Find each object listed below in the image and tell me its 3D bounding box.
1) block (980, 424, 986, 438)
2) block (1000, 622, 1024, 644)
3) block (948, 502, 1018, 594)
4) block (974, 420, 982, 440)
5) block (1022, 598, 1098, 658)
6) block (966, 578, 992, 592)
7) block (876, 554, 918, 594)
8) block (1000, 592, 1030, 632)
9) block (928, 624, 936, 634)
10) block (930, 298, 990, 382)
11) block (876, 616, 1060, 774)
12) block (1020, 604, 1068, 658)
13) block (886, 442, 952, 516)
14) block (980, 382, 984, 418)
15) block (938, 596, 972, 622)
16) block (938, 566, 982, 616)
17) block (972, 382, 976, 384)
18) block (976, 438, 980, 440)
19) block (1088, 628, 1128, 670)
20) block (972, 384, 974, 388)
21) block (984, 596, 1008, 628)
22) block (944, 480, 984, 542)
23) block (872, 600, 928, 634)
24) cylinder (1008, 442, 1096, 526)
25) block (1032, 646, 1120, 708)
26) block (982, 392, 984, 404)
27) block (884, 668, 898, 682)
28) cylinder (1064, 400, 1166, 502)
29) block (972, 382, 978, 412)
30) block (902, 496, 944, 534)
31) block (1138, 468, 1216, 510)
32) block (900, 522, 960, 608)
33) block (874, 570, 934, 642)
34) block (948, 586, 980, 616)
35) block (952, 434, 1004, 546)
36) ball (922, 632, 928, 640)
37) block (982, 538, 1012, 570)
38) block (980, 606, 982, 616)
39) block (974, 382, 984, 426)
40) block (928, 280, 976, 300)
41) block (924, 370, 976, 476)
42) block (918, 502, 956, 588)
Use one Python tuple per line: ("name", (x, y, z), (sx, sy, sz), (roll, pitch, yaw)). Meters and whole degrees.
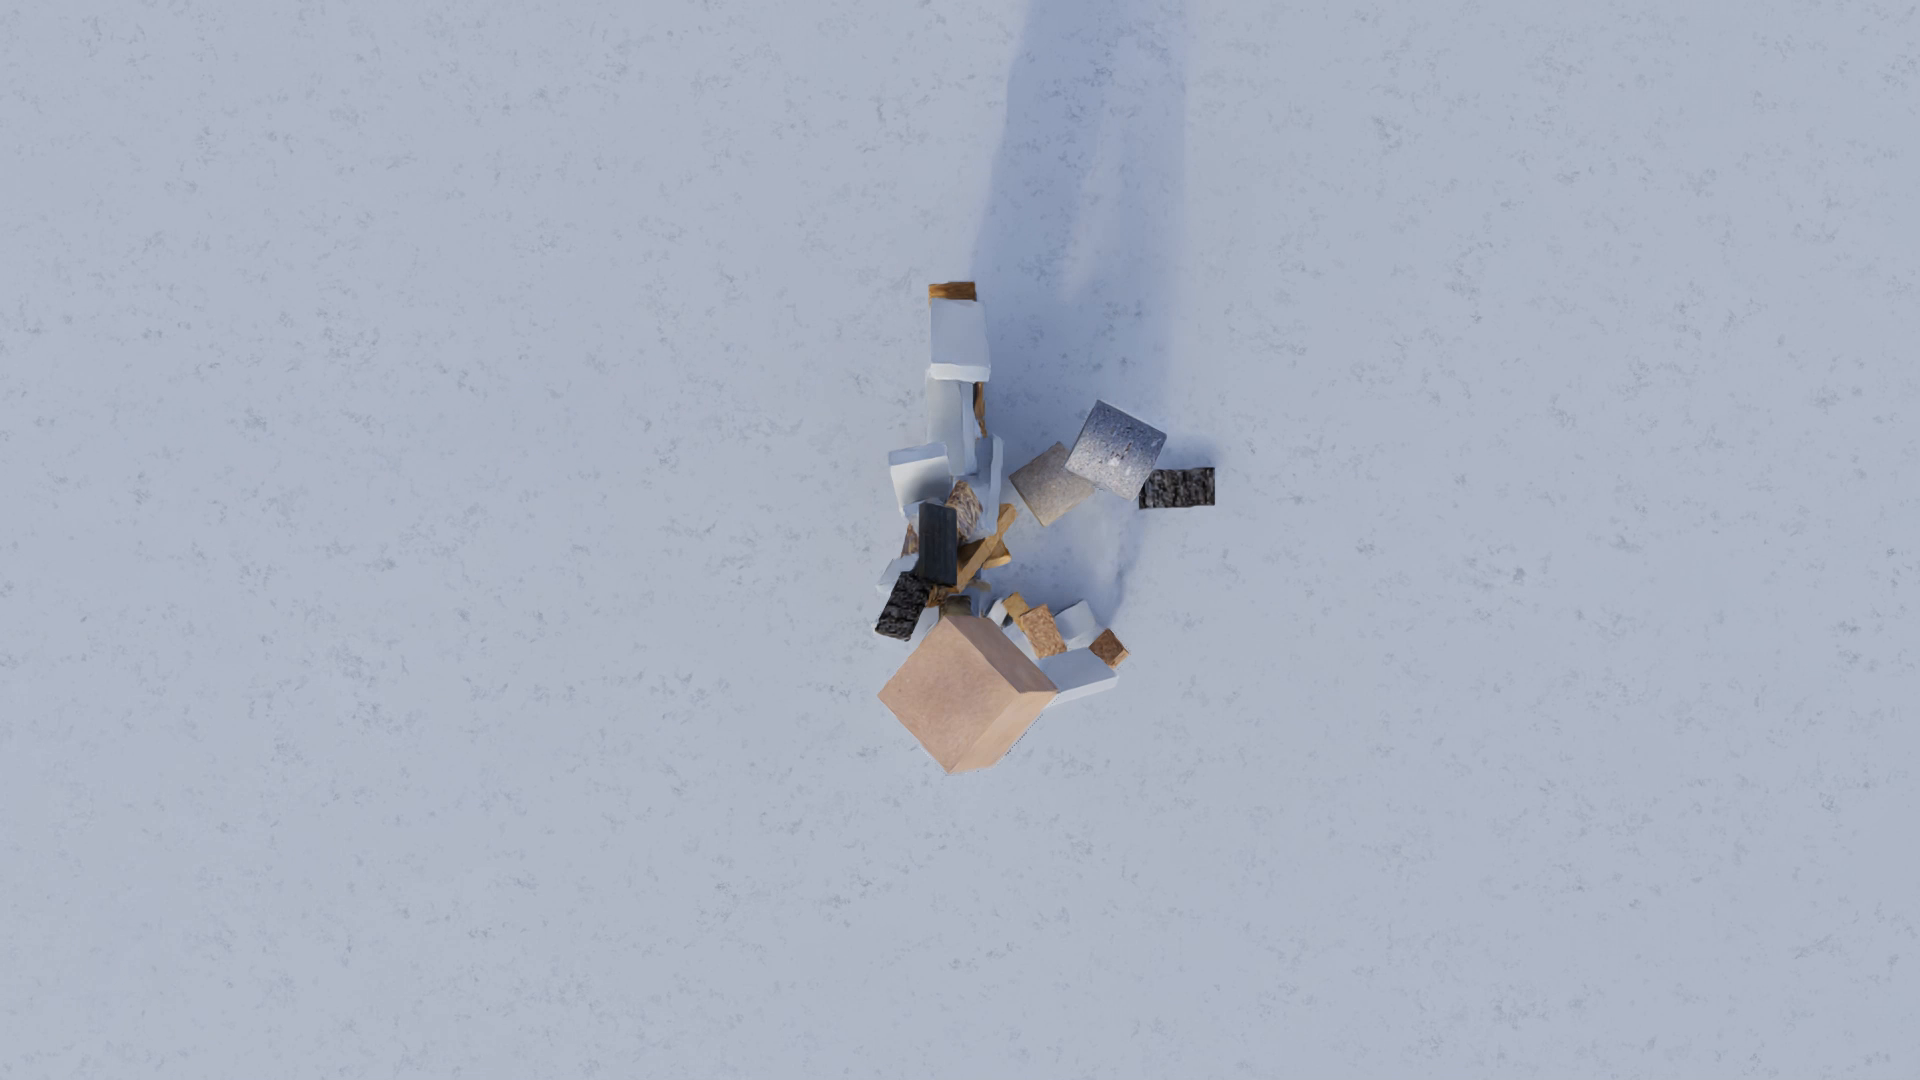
("block", (0.018, -0.237, 4.980), (0.143, 0.286, 0.041), (-8, 130, 2))
("block", (0.194, 0.302, 5.486), (0.130, 0.018, 0.065), (-27, 90, -5))
("block", (0.015, 0.025, 4.731), (0.153, 0.371, 0.043), (-4, 125, 37))
("block", (0.043, -0.308, 4.912), (0.047, 0.013, 0.094), (-16, 101, -2))
("block", (0.331, 0.293, 5.464), (0.235, 0.027, 0.096), (-28, 97, -8))
("block", (0.032, 0.124, 4.805), (0.089, 0.203, 0.025), (14, 91, -8))
("block", (-0.159, 0.088, 4.413), (0.090, 0.179, 0.025), (-15, 108, 18))
("block", (0.200, 0.241, 5.462), (0.065, 0.018, 0.130), (-37, 97, -7))
("block", (-0.007, 0.278, 4.489), (0.164, 0.329, 0.047), (0, 95, 0))
("block", (-0.005, -0.565, 4.613), (0.155, 0.532, 0.044), (4, 117, -3))
("block", (0.023, 0.377, 4.076), (0.267, 0.267, 0.267), (45, 105, 20))
("block", (0.278, 0.316, 5.426), (0.096, 0.027, 0.192), (-26, 98, -8))
("block", (-0.102, -0.163, 4.471), (0.155, 0.311, 0.044), (-11, 65, -1))
("block", (0.000, -0.358, 5.175), (0.150, 0.043, 0.301), (-3, 91, 0))
("block", (-0.014, 0.221, 4.451), (0.090, 0.417, 0.025), (-1, 104, 1))
("block", (-0.001, 0.193, 4.930), (0.126, 0.036, 0.253), (0, 90, 0))
("block", (-0.010, -0.510, 4.823), (0.097, 0.194, 0.028), (0, 71, 5))
("block", (0.059, -0.277, 4.864), (0.047, 0.094, 0.013), (28, 81, -9))
("block", (0.484, 0.364, 5.399), (0.027, 0.192, 0.096), (40, 96, -20))
("block", (0.001, -0.421, 4.761), (0.047, 0.013, 0.094), (42, 125, 19))
("block", (0.114, 0.254, 5.471), (0.065, 0.018, 0.130), (33, 86, -32))
("block", (0.008, -0.078, 4.410), (0.029, 0.209, 0.102), (22, 78, 19))
("block", (-0.158, 0.194, 4.345), (0.090, 0.179, 0.025), (-2, 112, 21))
("cylinder", (0.300, -0.182, 5.399), (0.203, 0.203, 0.203), (-35, 90, 0))
("block", (0.150, 0.466, 5.055), (0.164, 0.802, 0.047), (41, 127, 37))
("block", (0.001, -0.446, 5.349), (0.150, 0.301, 0.043), (0, 102, 0))
("block", (-0.075, 0.368, 4.486), (0.164, 0.329, 0.047), (1, 84, -21))
("cylinder", (0.384, -0.221, 4.089), (0.190, 0.190, 0.190), (27, 90, 0))
("block", (0.000, -0.435, 4.986), (0.097, 0.028, 0.240), (4, 129, -1))
("block", (-0.087, -0.066, 4.498), (0.102, 0.203, 0.029), (-16, 74, 4))
("block", (0.719, -0.171, 5.482), (0.250, 0.035, 0.125), (-3, 90, 0))
("block", (-0.091, 0.058, 4.578), (0.153, 0.043, 0.306), (-12, 46, 27))
("block", (-0.141, 0.170, 4.254), (0.090, 0.025, 0.179), (13, 62, 23))
("block", (-0.004, 0.242, 4.672), (0.111, 0.031, 0.222), (2, 89, 0))
("block", (0.044, -0.141, 4.720), (0.153, 0.043, 0.306), (-19, 54, 39))
("ball", (-0.051, 0.353, 5.422), (0.156, 0.156, 0.156), (0, 90, 0))
("block", (0.090, 0.032, 4.933), (0.089, 0.177, 0.025), (-16, 115, -6))
("block", (0.003, 0.163, 5.220), (0.131, 0.037, 0.261), (1, 90, 0))
("block", (0.000, -0.408, 5.085), (0.138, 0.039, 0.275), (-4, 112, 0))
("block", (-0.014, -0.631, 4.934), (0.138, 0.039, 0.275), (-3, 108, 5))
("block", (-0.028, -0.340, 4.747), (0.044, 0.155, 0.311), (-3, 91, -42))
("block", (-0.058, 0.013, 4.229), (0.102, 0.029, 0.203), (14, 67, -35))
